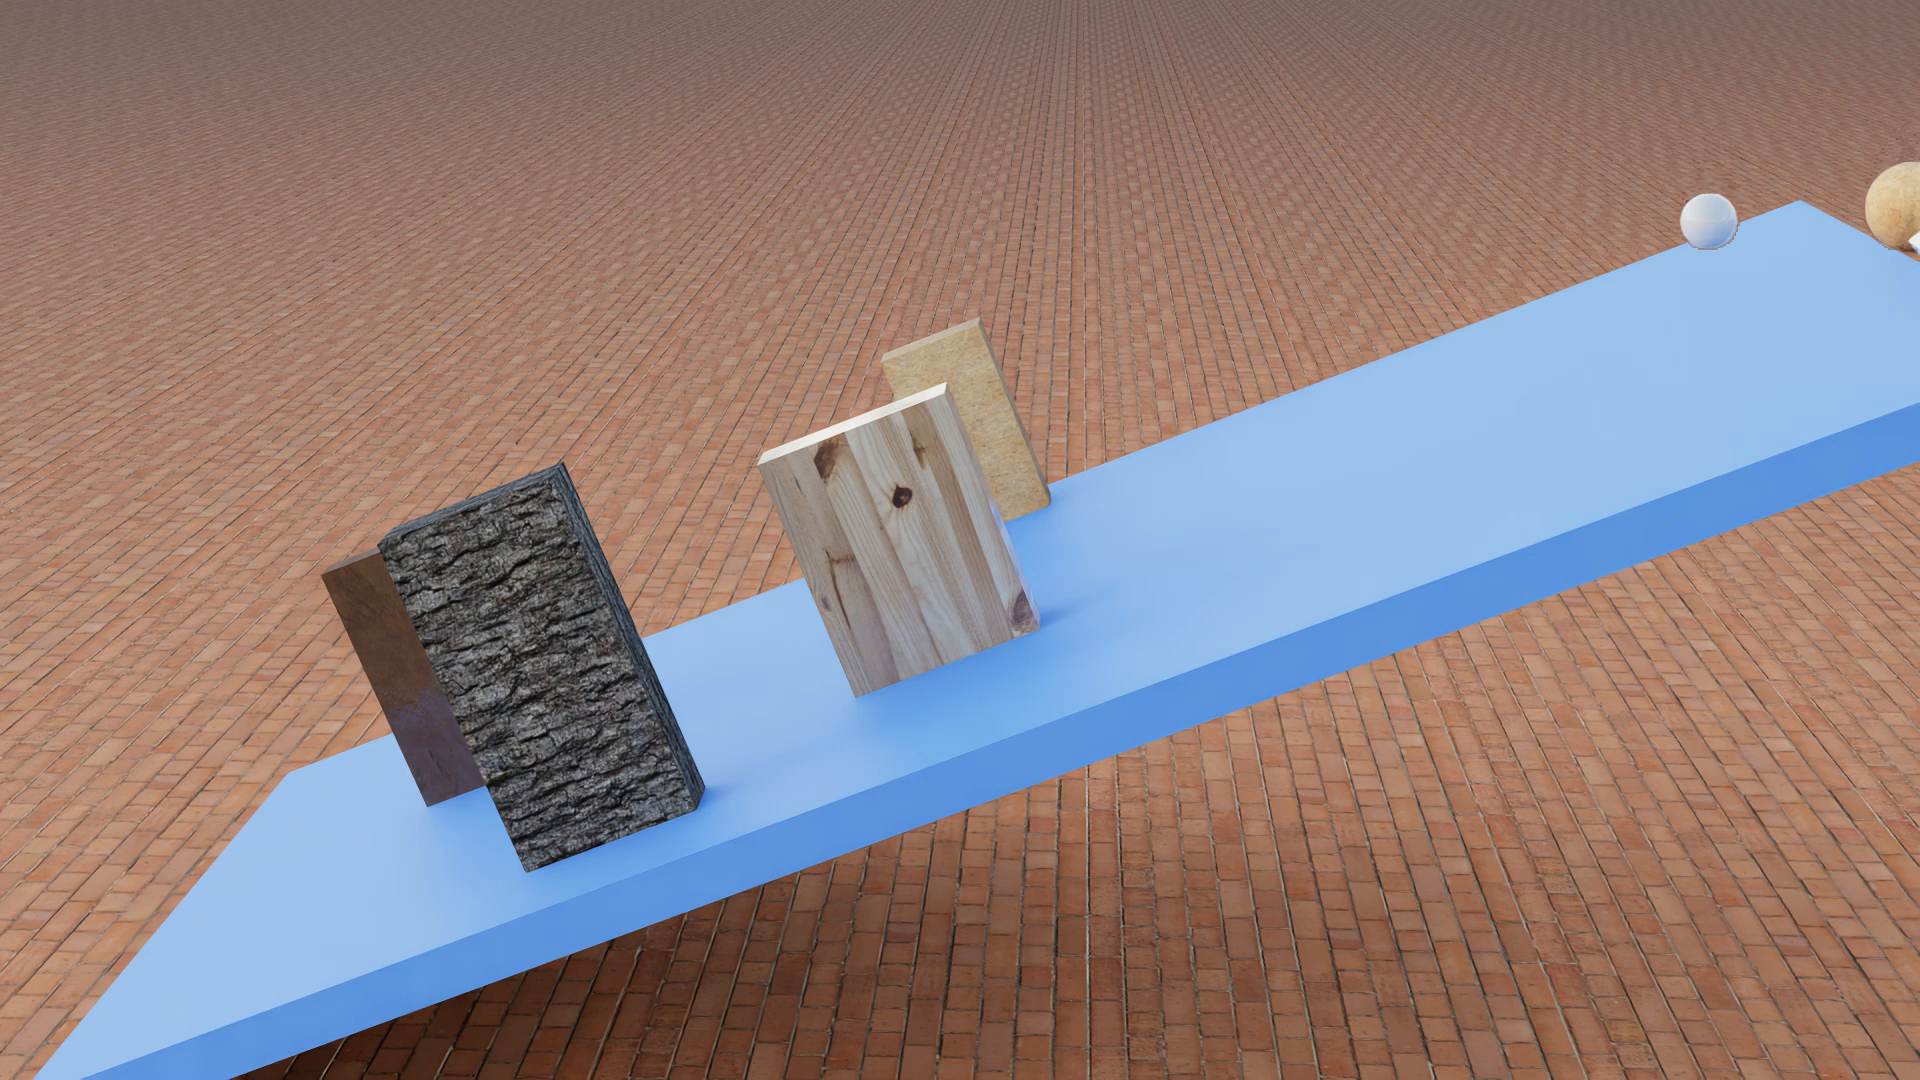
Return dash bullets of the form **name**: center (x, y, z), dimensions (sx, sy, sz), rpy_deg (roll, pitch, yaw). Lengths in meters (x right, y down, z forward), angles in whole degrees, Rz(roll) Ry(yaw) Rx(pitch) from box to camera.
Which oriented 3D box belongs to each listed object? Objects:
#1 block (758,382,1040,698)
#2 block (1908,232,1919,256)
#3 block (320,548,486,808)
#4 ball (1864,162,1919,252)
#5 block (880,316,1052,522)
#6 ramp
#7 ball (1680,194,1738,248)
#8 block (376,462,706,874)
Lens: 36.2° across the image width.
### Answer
- **block**: center (-0.120, 0.001, 5.978), dimensions (0.403, 0.521, 0.124), rpy_deg (-21, 12, 7)
- **block**: center (2.046, -0.564, 5.859), dimensions (0.182, 0.182, 0.182), rpy_deg (-39, 17, 11)
- **block**: center (-1.124, 0.263, 6.508), dimensions (0.356, 0.572, 0.090), rpy_deg (-21, 12, 7)
- **ball**: center (2.000, -0.700, 6.180), dimensions (0.189, 0.189, 0.189), rpy_deg (0, 14, 0)
- **block**: center (0.016, -0.265, 7.035), dimensions (0.248, 0.468, 0.118), rpy_deg (-21, 12, 7)
- **ramp**: center (0.123, 0.174, 6.291), dimensions (4.000, 0.100, 2.000), rpy_deg (-21, 12, 7)
- **ball**: center (1.626, -0.693, 6.388), dimensions (0.119, 0.119, 0.119), rpy_deg (0, 14, 0)
- **block**: center (-0.801, 0.248, 5.673), dimensions (0.361, 0.704, 0.139), rpy_deg (-21, 12, 7)
